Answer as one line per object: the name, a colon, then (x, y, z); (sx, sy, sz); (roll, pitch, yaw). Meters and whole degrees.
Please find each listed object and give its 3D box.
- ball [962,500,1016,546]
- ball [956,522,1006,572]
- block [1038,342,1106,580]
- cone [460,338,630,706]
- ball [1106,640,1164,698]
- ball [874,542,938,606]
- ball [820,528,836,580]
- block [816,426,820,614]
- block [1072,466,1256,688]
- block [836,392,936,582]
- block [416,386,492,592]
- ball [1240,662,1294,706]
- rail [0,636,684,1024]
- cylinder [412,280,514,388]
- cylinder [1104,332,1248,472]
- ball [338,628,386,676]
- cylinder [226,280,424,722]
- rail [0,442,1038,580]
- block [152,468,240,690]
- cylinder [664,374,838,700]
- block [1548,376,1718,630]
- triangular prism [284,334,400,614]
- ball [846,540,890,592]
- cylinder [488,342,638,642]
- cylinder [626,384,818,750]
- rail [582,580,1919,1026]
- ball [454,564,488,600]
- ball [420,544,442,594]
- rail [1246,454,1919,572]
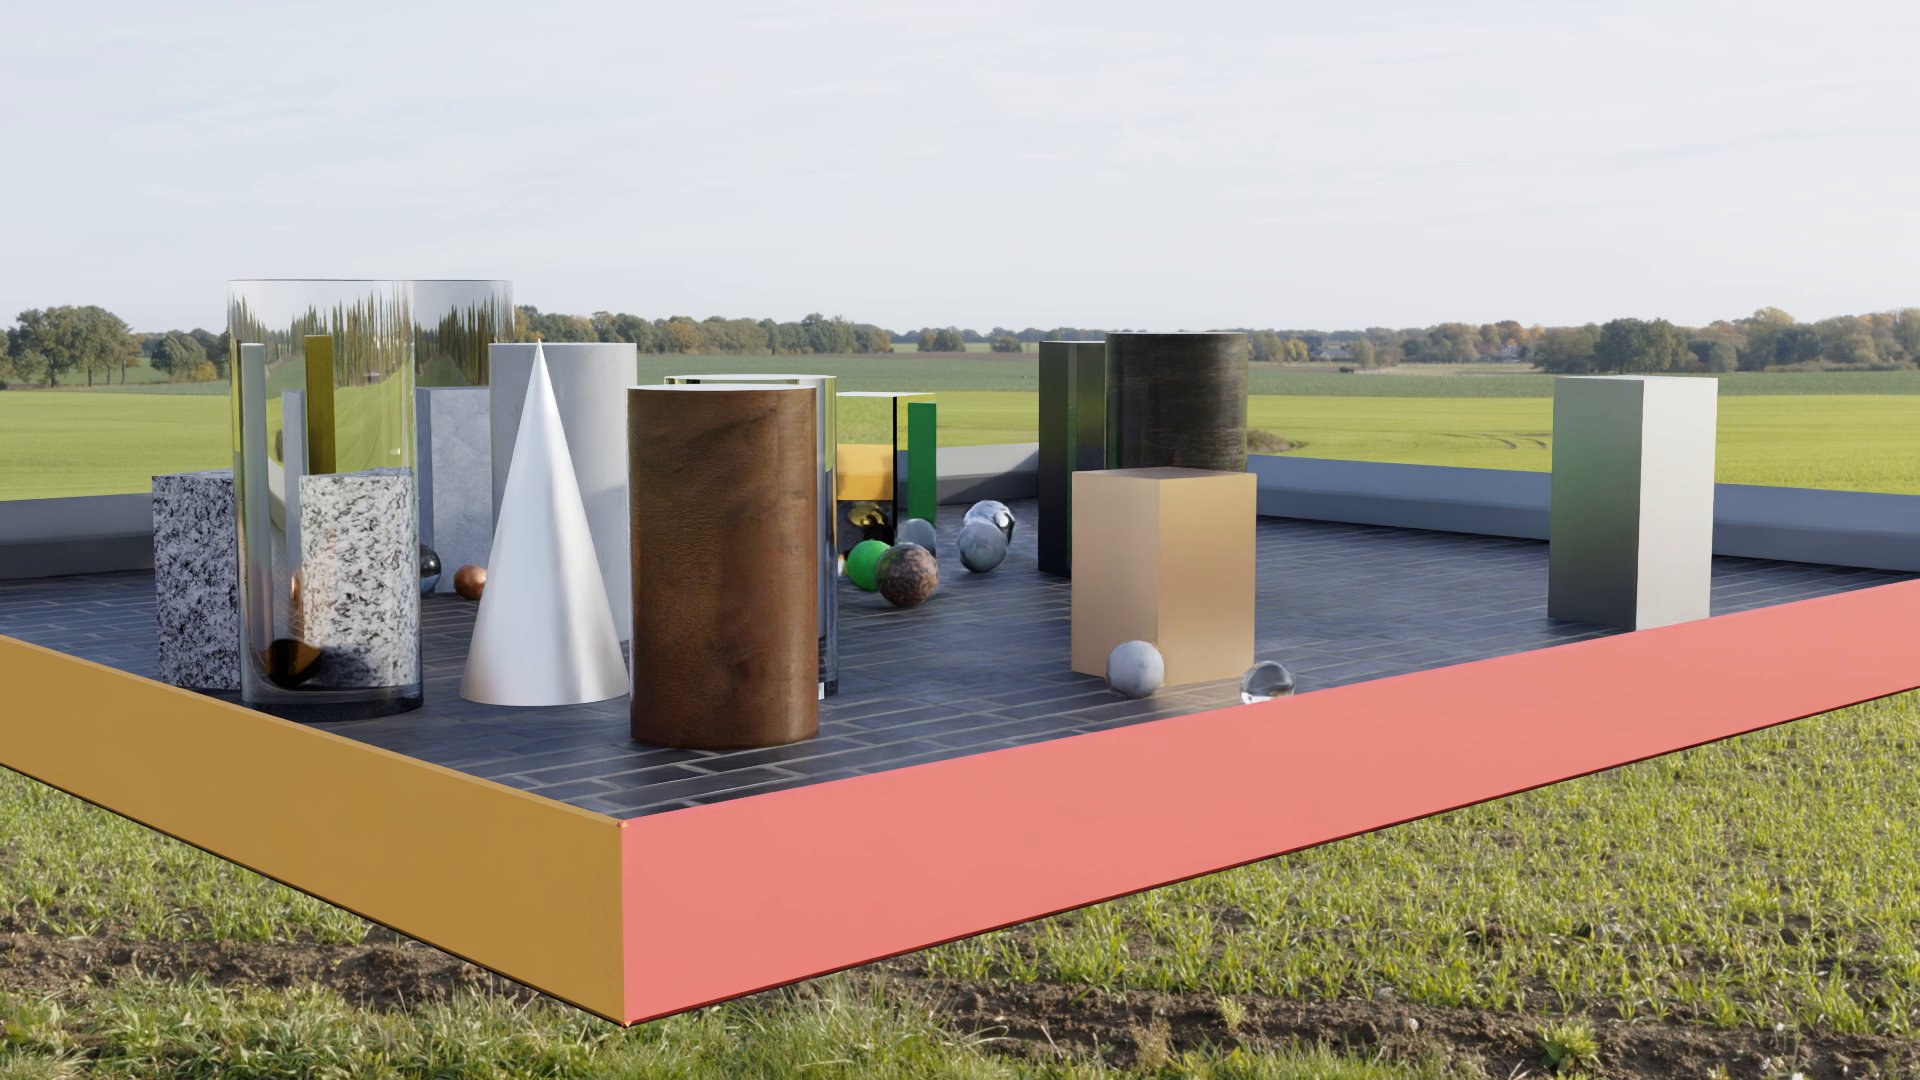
ball: (0.054, -0.024, 4.045); (0.098, 0.098, 0.098); (0, 6, 0)
ball: (0.036, 0.012, 3.748); (0.088, 0.088, 0.088); (0, 6, 0)
block: (0.237, -0.139, 3.723); (0.159, 0.392, 0.159); (-2, 6, -21)
cone: (-0.487, -0.028, 2.564); (0.199, 0.413, 0.199); (0, 6, 0)
ball: (0.202, 0.149, 2.535); (0.067, 0.067, 0.067); (0, 6, 0)
ball: (-0.081, 0.052, 3.320); (0.097, 0.097, 0.097); (0, 6, 0)
ball: (-0.252, 0.022, 3.604); (0.099, 0.099, 0.099); (0, 6, 0)
block: (-0.291, -0.034, 3.311); (0.159, 0.269, 0.159); (0, 6, -3)
block: (0.249, 0.041, 2.702); (0.159, 0.247, 0.159); (-4, 7, -37)
block: (-0.146, -0.091, 3.688); (0.159, 0.306, 0.159); (3, 7, 25)
block: (-0.789, -0.087, 3.573); (0.159, 0.320, 0.159); (-2, 6, -22)
ball: (0.340, 0.164, 2.430); (0.059, 0.059, 0.059); (0, 6, 0)
rail: (-1.082, 0.137, 2.338); (0.045, 0.129, 2.628); (-5, 8, -42)
cylinder: (-0.866, -0.198, 3.793); (0.199, 0.496, 0.199); (0, 6, 0)
cylinder: (0.301, -0.082, 3.080); (0.199, 0.414, 0.199); (0, 6, 0)
ball: (-0.733, 0.137, 2.695); (0.057, 0.057, 0.057); (0, 6, 0)
cylinder: (-0.708, -0.050, 2.459); (0.199, 0.478, 0.199); (0, 6, 0)
rail: (-0.875, -0.065, 4.275); (2.993, 0.129, 0.045); (-5, 8, -42)
block: (-0.856, 0.044, 2.665); (0.159, 0.250, 0.159); (2, 6, 20)
cylinder: (-0.242, -0.006, 2.566); (0.199, 0.368, 0.199); (0, 6, 0)
block: (0.967, -0.059, 3.166); (0.159, 0.349, 0.159); (-4, 7, -34)
triangular prism: (-0.898, -0.105, 3.323); (0.172, 0.408, 0.149); (2, 6, 22)
ball: (-0.139, 0.041, 3.494); (0.083, 0.083, 0.083); (0, 6, 0)
cylinder: (-0.540, -0.068, 3.009); (0.199, 0.400, 0.199); (0, 6, 0)
cylinder: (-0.249, 0.022, 2.314); (0.199, 0.365, 0.199); (0, 6, 0)
rail: (0.875, 0.132, 2.389); (2.993, 0.129, 0.045); (-5, 8, -42)
ball: (-0.754, 0.064, 3.399); (0.056, 0.056, 0.056); (0, 6, 0)
ball: (-0.856, 0.045, 3.447); (0.084, 0.084, 0.084); (0, 6, 0)
rail: (1.082, -0.070, 4.325); (0.045, 0.129, 2.628); (-5, 8, -42)
